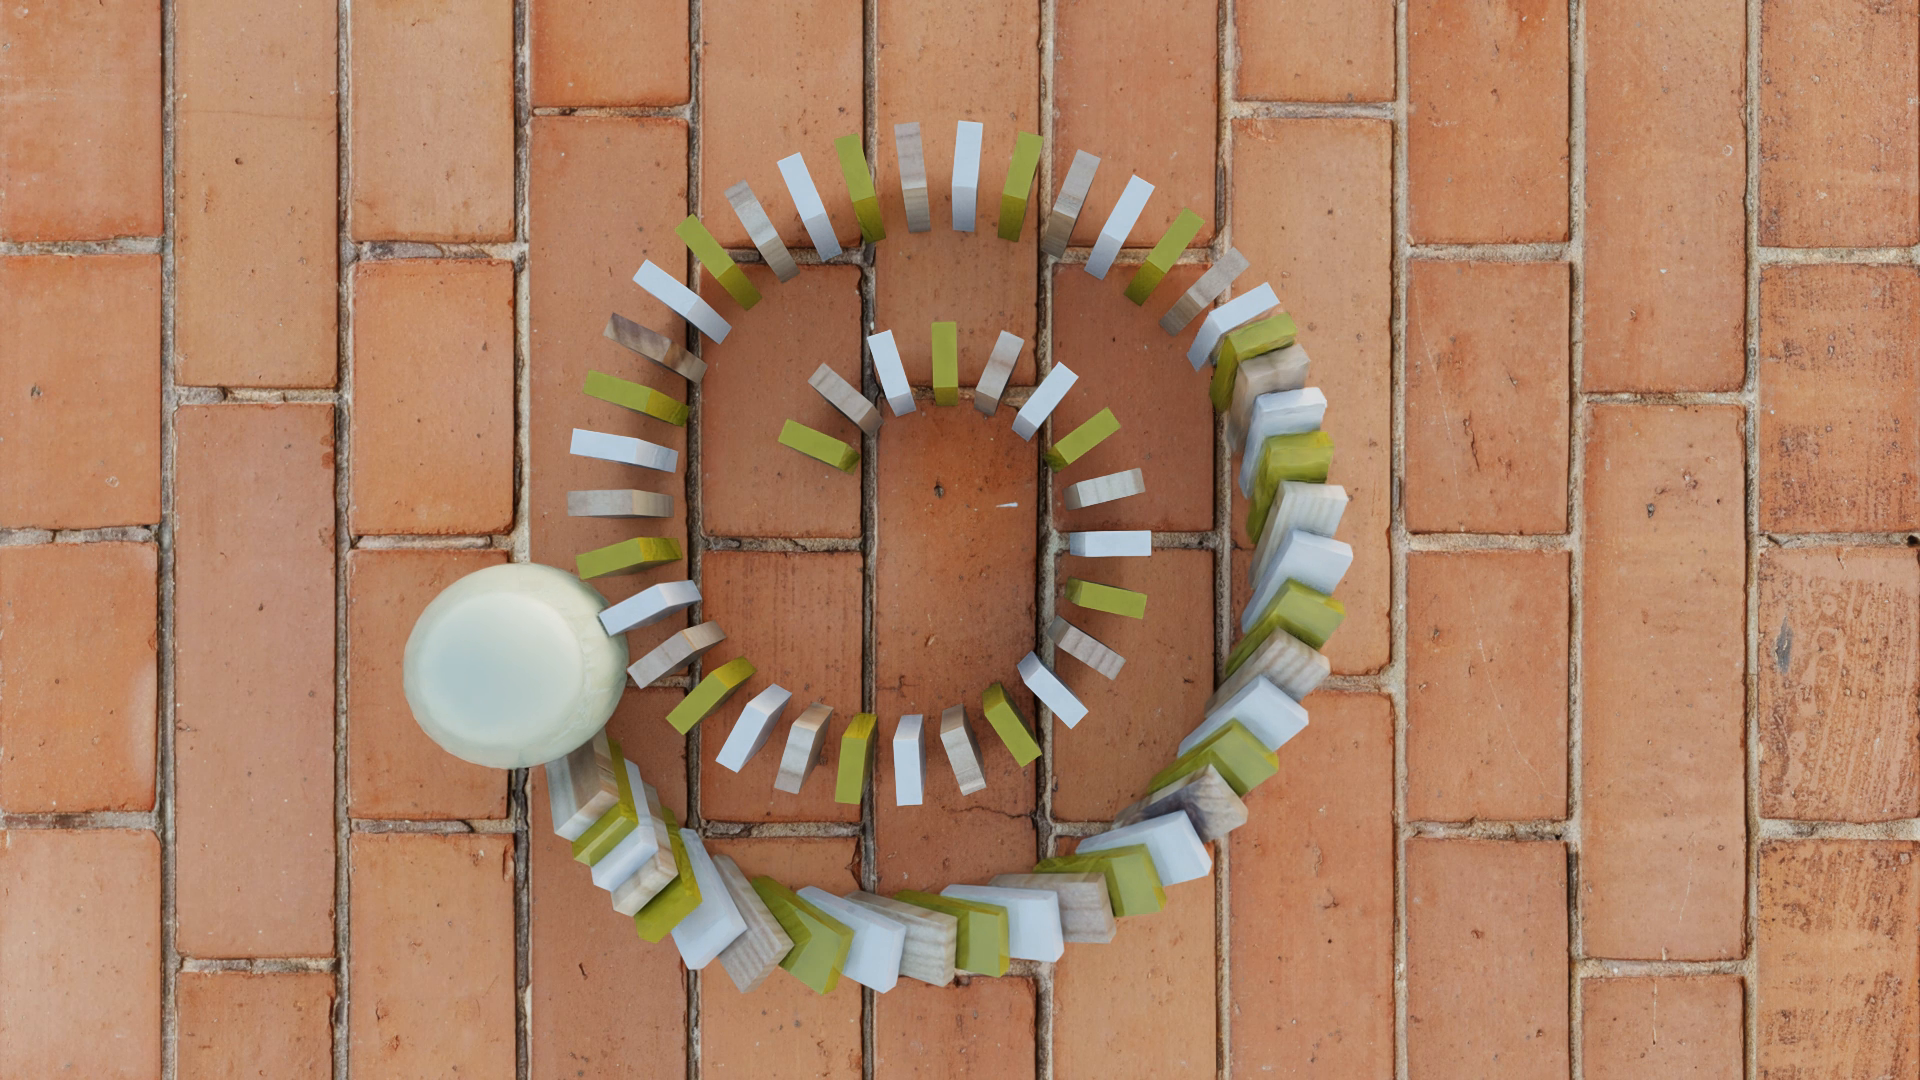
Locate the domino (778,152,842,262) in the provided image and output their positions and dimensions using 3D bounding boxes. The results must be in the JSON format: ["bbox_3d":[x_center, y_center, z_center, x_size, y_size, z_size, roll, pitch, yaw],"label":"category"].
[{"bbox_3d":[-0.061,-0.135,0.375,0.010,0.050,0.025,-24,90,0],"label":"domino"}]

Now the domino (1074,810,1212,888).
[{"bbox_3d":[0.076,0.133,0.384,0.050,0.009,0.025,-28,90,28],"label":"domino"}]

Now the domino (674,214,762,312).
[{"bbox_3d":[-0.098,-0.112,0.375,0.009,0.050,0.025,-41,90,0],"label":"domino"}]

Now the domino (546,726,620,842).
[{"bbox_3d":[-0.157,0.096,0.378,0.025,0.050,0.009,-42,130,0],"label":"domino"}]

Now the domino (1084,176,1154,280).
[{"bbox_3d":[0.064,-0.126,0.375,0.009,0.050,0.025,29,90,0],"label":"domino"}]

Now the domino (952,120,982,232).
[{"bbox_3d":[0.003,-0.147,0.375,0.010,0.050,0.025,6,90,0],"label":"domino"}]

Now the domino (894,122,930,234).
[{"bbox_3d":[-0.019,-0.147,0.375,0.009,0.050,0.025,-7,90,0],"label":"domino"}]

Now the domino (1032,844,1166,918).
[{"bbox_3d":[0.058,0.145,0.384,0.050,0.009,0.025,-20,90,28],"label":"domino"}]

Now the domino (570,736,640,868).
[{"bbox_3d":[-0.149,0.106,0.378,0.025,0.050,0.009,-42,130,0],"label":"domino"}]

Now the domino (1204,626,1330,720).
[{"bbox_3d":[0.128,0.062,0.383,0.025,0.009,0.050,33,120,0],"label":"domino"}]

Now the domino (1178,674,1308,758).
[{"bbox_3d":[0.118,0.081,0.384,0.025,0.010,0.050,39,119,0],"label":"domino"}]

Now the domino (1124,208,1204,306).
[{"bbox_3d":[0.082,-0.115,0.375,0.009,0.050,0.025,37,90,0],"label":"domino"}]

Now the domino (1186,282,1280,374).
[{"bbox_3d":[0.110,-0.086,0.375,0.025,0.050,0.009,-28,82,0],"label":"domino"}]

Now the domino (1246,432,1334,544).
[{"bbox_3d":[0.136,-0.021,0.380,0.025,0.010,0.050,-5,132,0],"label":"domino"}]

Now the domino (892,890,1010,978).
[{"bbox_3d":[-0.004,0.164,0.384,0.050,0.010,0.025,-2,90,28],"label":"domino"}]

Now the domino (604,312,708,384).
[{"bbox_3d":[-0.123,-0.077,0.375,0.025,0.050,0.010,25,90,0],"label":"domino"}]

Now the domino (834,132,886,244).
[{"bbox_3d":[-0.040,-0.142,0.375,0.009,0.050,0.025,-16,90,0],"label":"domino"}]

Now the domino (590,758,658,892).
[{"bbox_3d":[-0.141,0.116,0.378,0.025,0.050,0.010,-42,130,0],"label":"domino"}]

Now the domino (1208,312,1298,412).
[{"bbox_3d":[0.119,-0.072,0.375,0.025,0.050,0.010,-20,70,0],"label":"domino"}]

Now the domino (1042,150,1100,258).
[{"bbox_3d":[0.045,-0.136,0.375,0.010,0.050,0.025,23,90,0],"label":"domino"}]

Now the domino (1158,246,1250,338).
[{"bbox_3d":[0.099,-0.100,0.375,0.025,0.050,0.010,-44,90,0],"label":"domino"}]

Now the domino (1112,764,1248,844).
[{"bbox_3d":[0.092,0.116,0.384,0.050,0.010,0.025,-39,90,28],"label":"domino"}]

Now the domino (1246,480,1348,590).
[{"bbox_3d":[0.139,0.000,0.381,0.025,0.009,0.050,6,127,0],"label":"domino"}]

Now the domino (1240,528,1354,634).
[{"bbox_3d":[0.139,0.021,0.382,0.025,0.010,0.050,17,124,0],"label":"domino"}]

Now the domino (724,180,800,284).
[{"bbox_3d":[-0.080,-0.125,0.375,0.009,0.050,0.025,-31,90,0],"label":"domino"}]

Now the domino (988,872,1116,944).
[{"bbox_3d":[0.038,0.154,0.384,0.050,0.009,0.025,-12,90,28],"label":"domino"}]

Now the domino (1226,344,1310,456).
[{"bbox_3d":[0.126,-0.057,0.376,0.025,0.050,0.010,-17,58,0],"label":"domino"}]

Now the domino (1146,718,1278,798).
[{"bbox_3d":[0.105,0.099,0.384,0.025,0.010,0.050,42,119,0],"label":"domino"}]

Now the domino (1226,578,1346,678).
[{"bbox_3d":[0.135,0.042,0.383,0.025,0.010,0.050,25,122,0],"label":"domino"}]

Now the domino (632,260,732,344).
[{"bbox_3d":[-0.112,-0.096,0.375,0.025,0.050,0.010,35,90,0],"label":"domino"}]

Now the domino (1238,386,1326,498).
[{"bbox_3d":[0.132,-0.039,0.378,0.025,0.050,0.009,-8,49,0],"label":"domino"}]

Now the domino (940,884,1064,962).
[{"bbox_3d":[0.017,0.160,0.384,0.050,0.009,0.025,-7,90,28],"label":"domino"}]

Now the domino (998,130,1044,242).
[{"bbox_3d":[0.024,-0.143,0.375,0.009,0.050,0.025,15,90,0],"label":"domino"}]
